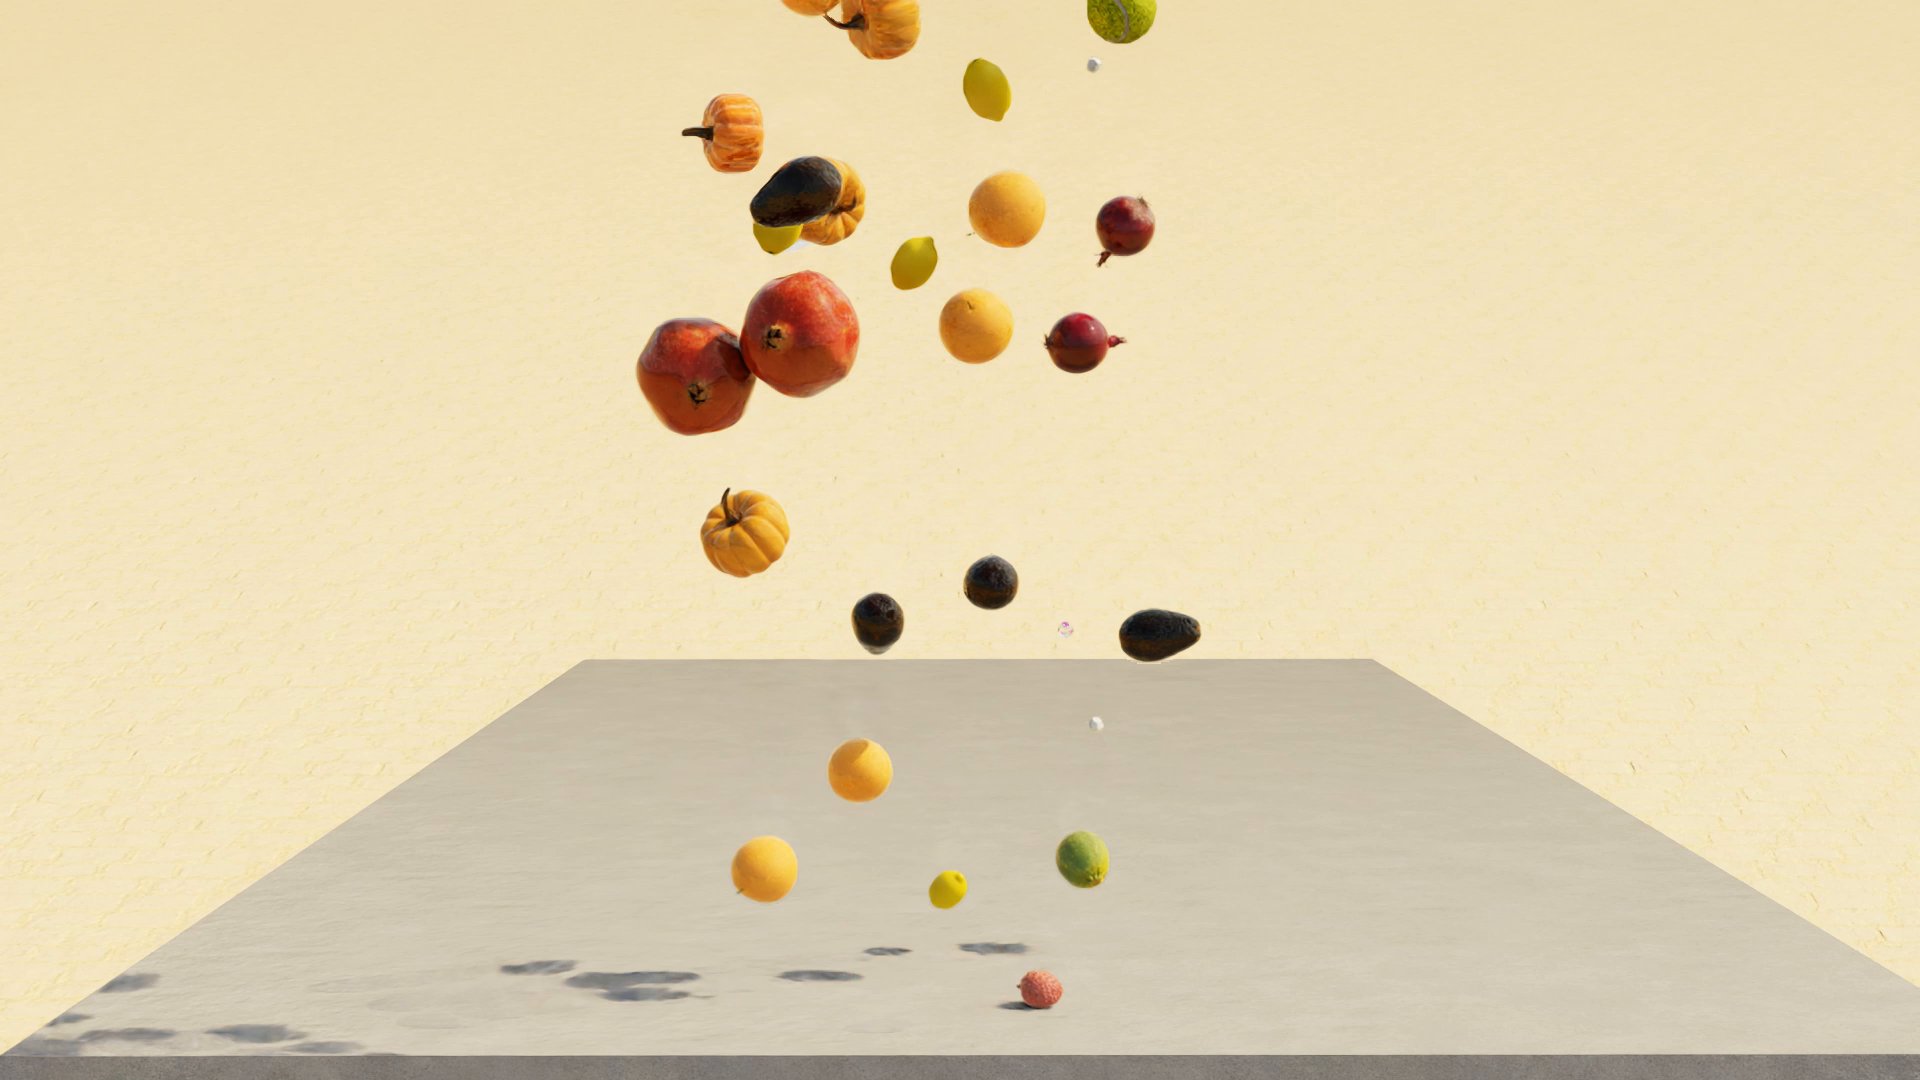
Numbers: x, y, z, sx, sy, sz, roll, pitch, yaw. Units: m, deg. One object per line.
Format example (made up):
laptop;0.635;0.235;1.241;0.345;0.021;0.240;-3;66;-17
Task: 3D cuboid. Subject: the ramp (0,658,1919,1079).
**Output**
ramp;0.050;0.454;4.532;2.000;0.100;4.000;0;3;0
